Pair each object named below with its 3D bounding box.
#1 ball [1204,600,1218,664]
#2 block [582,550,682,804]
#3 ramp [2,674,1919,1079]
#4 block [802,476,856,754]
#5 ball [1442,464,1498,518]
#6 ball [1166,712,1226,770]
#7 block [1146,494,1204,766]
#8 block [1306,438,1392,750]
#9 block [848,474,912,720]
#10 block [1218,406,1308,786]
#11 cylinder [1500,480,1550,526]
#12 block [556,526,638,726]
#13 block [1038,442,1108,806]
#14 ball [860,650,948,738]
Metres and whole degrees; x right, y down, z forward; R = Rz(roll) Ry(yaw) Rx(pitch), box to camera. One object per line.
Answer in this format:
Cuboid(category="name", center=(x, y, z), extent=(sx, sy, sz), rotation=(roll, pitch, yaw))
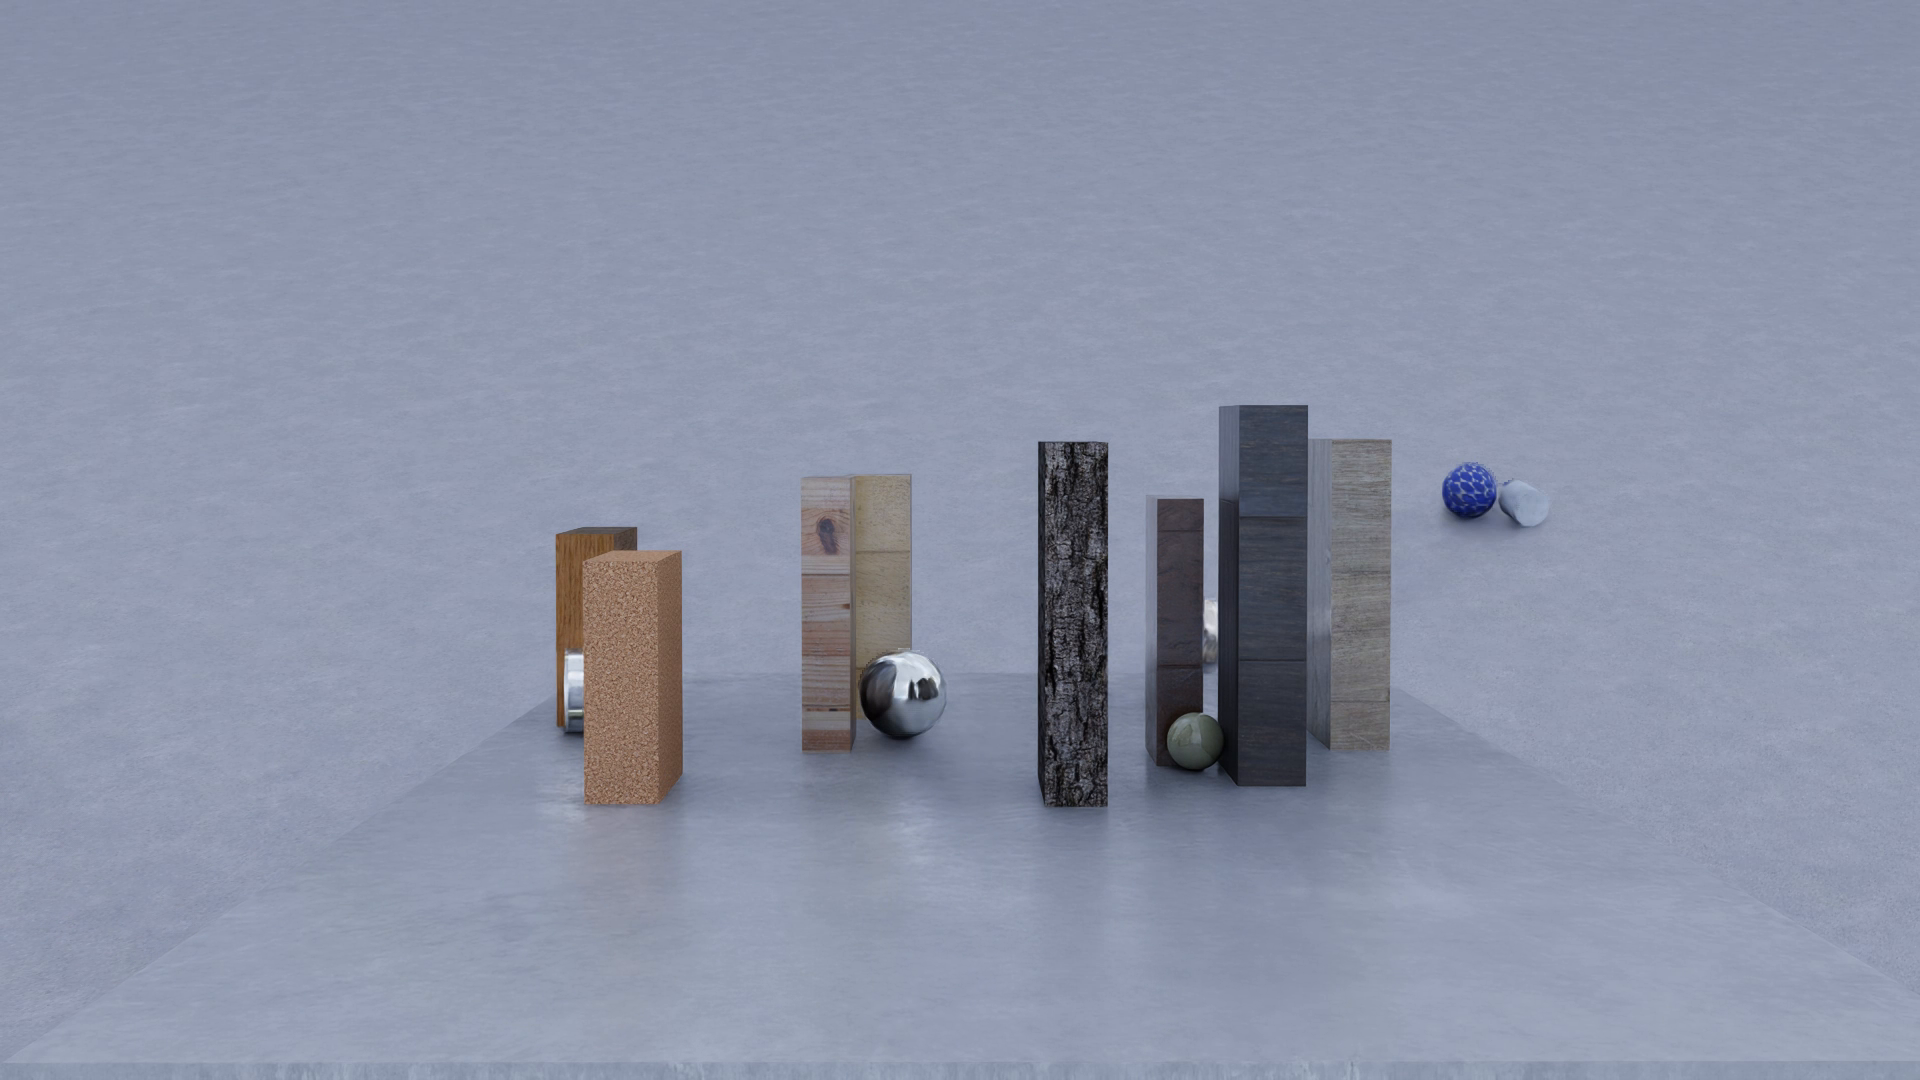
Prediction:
Cuboid(category="ball", center=(0.645, 0.242, 6.784), extent=(0.169, 0.169, 0.169), rotation=(0, 23, 0))
Cuboid(category="block", center=(-0.562, 0.229, 4.448), extent=(0.123, 0.403, 0.377), rotation=(0, 3, 0))
Cuboid(category="ramp", center=(0.053, 0.476, 4.537), extent=(2.000, 0.100, 4.000), rotation=(0, 3, 0))
Cuboid(category="block", center=(-0.257, 0.139, 5.065), extent=(0.093, 0.527, 0.292), rotation=(0, 3, 0))
Cuboid(category="ball", center=(1.528, -0.146, 7.716), extent=(0.163, 0.163, 0.163), rotation=(0, 23, 0))
Cuboid(category="ball", center=(0.430, 0.366, 4.687), extent=(0.106, 0.106, 0.106), rotation=(0, 23, 0))
Cuboid(category="block", center=(0.405, 0.164, 4.873), extent=(0.085, 0.493, 0.284), rotation=(0, 3, 0))
Cuboid(category="block", center=(0.772, 0.098, 5.151), extent=(0.115, 0.600, 0.384), rotation=(0, 3, 0))
Cuboid(category="block", center=(-0.175, 0.118, 5.621), extent=(0.137, 0.521, 0.247), rotation=(0, 3, 0))
Cuboid(category="block", center=(0.542, 0.090, 4.634), extent=(0.119, 0.662, 0.349), rotation=(0, 3, 0))
Cuboid(category="cylinder", center=(1.684, -0.109, 7.682), extent=(0.111, 0.111, 0.111), rotation=(-6, 18, -13))
Cuboid(category="block", center=(-0.782, 0.180, 5.563), extent=(0.121, 0.402, 0.396), rotation=(0, 3, 0))
Cuboid(category="block", center=(0.191, 0.132, 4.409), extent=(0.103, 0.599, 0.371), rotation=(0, 3, 0))
Cuboid(category="ball", center=(-0.114, 0.310, 5.171), extent=(0.176, 0.176, 0.176), rotation=(0, 23, 0))
